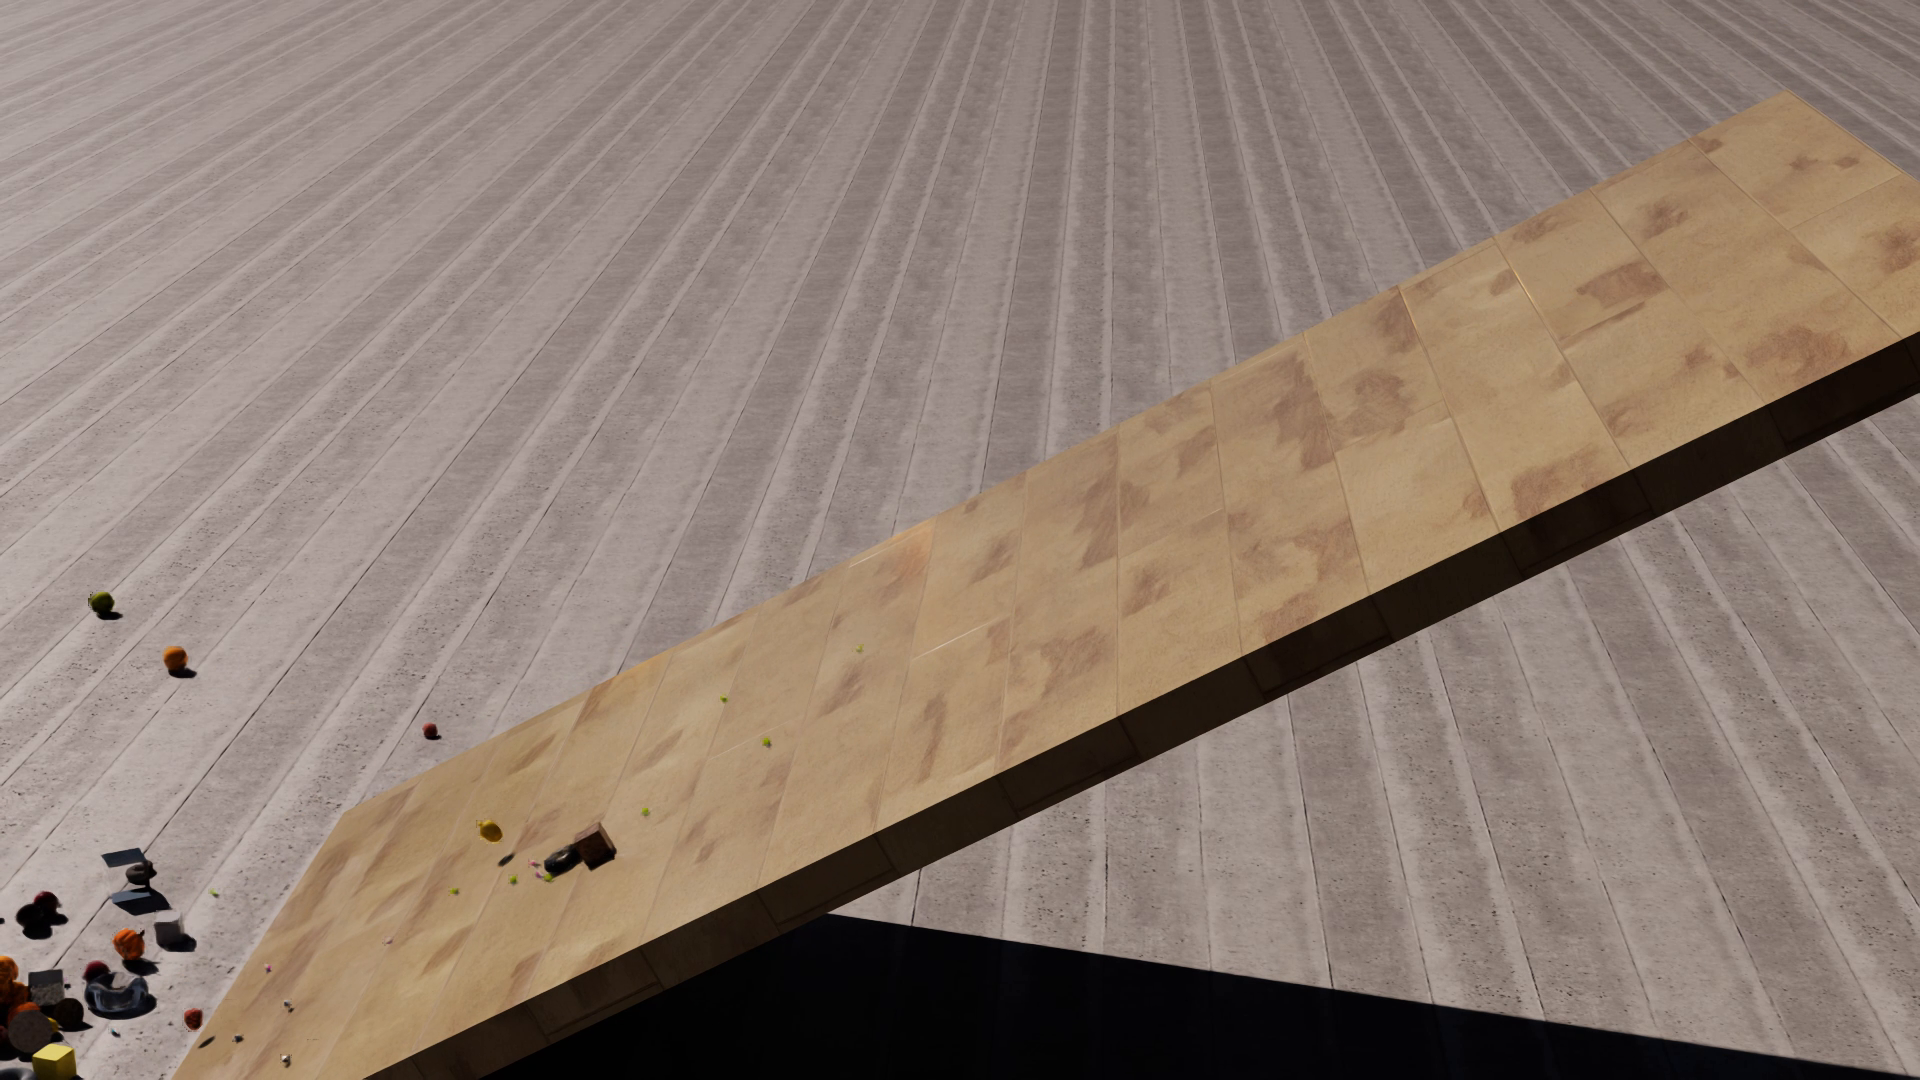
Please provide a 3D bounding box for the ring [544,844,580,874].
[{"bbox_3d":[-0.832,0.669,6.164,0.086,0.029,0.086,-26,15,8],"label":"ring"}]

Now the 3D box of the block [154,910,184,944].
[{"bbox_3d":[-1.899,0.930,7.064,0.057,0.057,0.057,-4,18,-6],"label":"block"}]

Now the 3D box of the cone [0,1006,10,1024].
[{"bbox_3d":[-2.193,1.047,6.599,0.086,0.086,0.086,-23,17,7],"label":"cone"}]

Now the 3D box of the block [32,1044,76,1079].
[{"bbox_3d":[-1.967,1.140,6.388,0.063,0.063,0.063,6,19,20],"label":"block"}]

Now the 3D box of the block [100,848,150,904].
[{"bbox_3d":[-2.074,0.833,7.313,0.094,0.094,0.094,-9,20,-27],"label":"block"}]

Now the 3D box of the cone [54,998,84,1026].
[{"bbox_3d":[-2.023,1.071,6.665,0.065,0.065,0.065,-9,-7,-25],"label":"cone"}]

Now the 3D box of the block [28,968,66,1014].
[{"bbox_3d":[-2.084,1.032,6.717,0.073,0.073,0.073,-5,18,-15],"label":"block"}]

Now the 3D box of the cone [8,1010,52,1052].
[{"bbox_3d":[-2.083,1.098,6.557,0.096,0.096,0.096,-11,-6,-31],"label":"cone"}]

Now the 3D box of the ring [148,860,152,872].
[{"bbox_3d":[-2.081,0.829,7.443,0.075,0.025,0.075,-1,17,0],"label":"ring"}]

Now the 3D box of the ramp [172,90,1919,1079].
[{"bbox_3d":[0.141,0.167,6.282,4.000,0.100,2.000,-26,14,11],"label":"ramp"}]

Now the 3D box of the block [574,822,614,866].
[{"bbox_3d":[-0.758,0.630,6.091,0.059,0.059,0.059,-29,14,2],"label":"block"}]

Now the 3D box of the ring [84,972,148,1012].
[{"bbox_3d":[-1.935,1.036,6.747,0.145,0.048,0.145,1,18,0],"label":"ring"}]

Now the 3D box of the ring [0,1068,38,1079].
[{"bbox_3d":[-2.043,1.172,6.329,0.118,0.039,0.118,1,16,0],"label":"ring"}]
